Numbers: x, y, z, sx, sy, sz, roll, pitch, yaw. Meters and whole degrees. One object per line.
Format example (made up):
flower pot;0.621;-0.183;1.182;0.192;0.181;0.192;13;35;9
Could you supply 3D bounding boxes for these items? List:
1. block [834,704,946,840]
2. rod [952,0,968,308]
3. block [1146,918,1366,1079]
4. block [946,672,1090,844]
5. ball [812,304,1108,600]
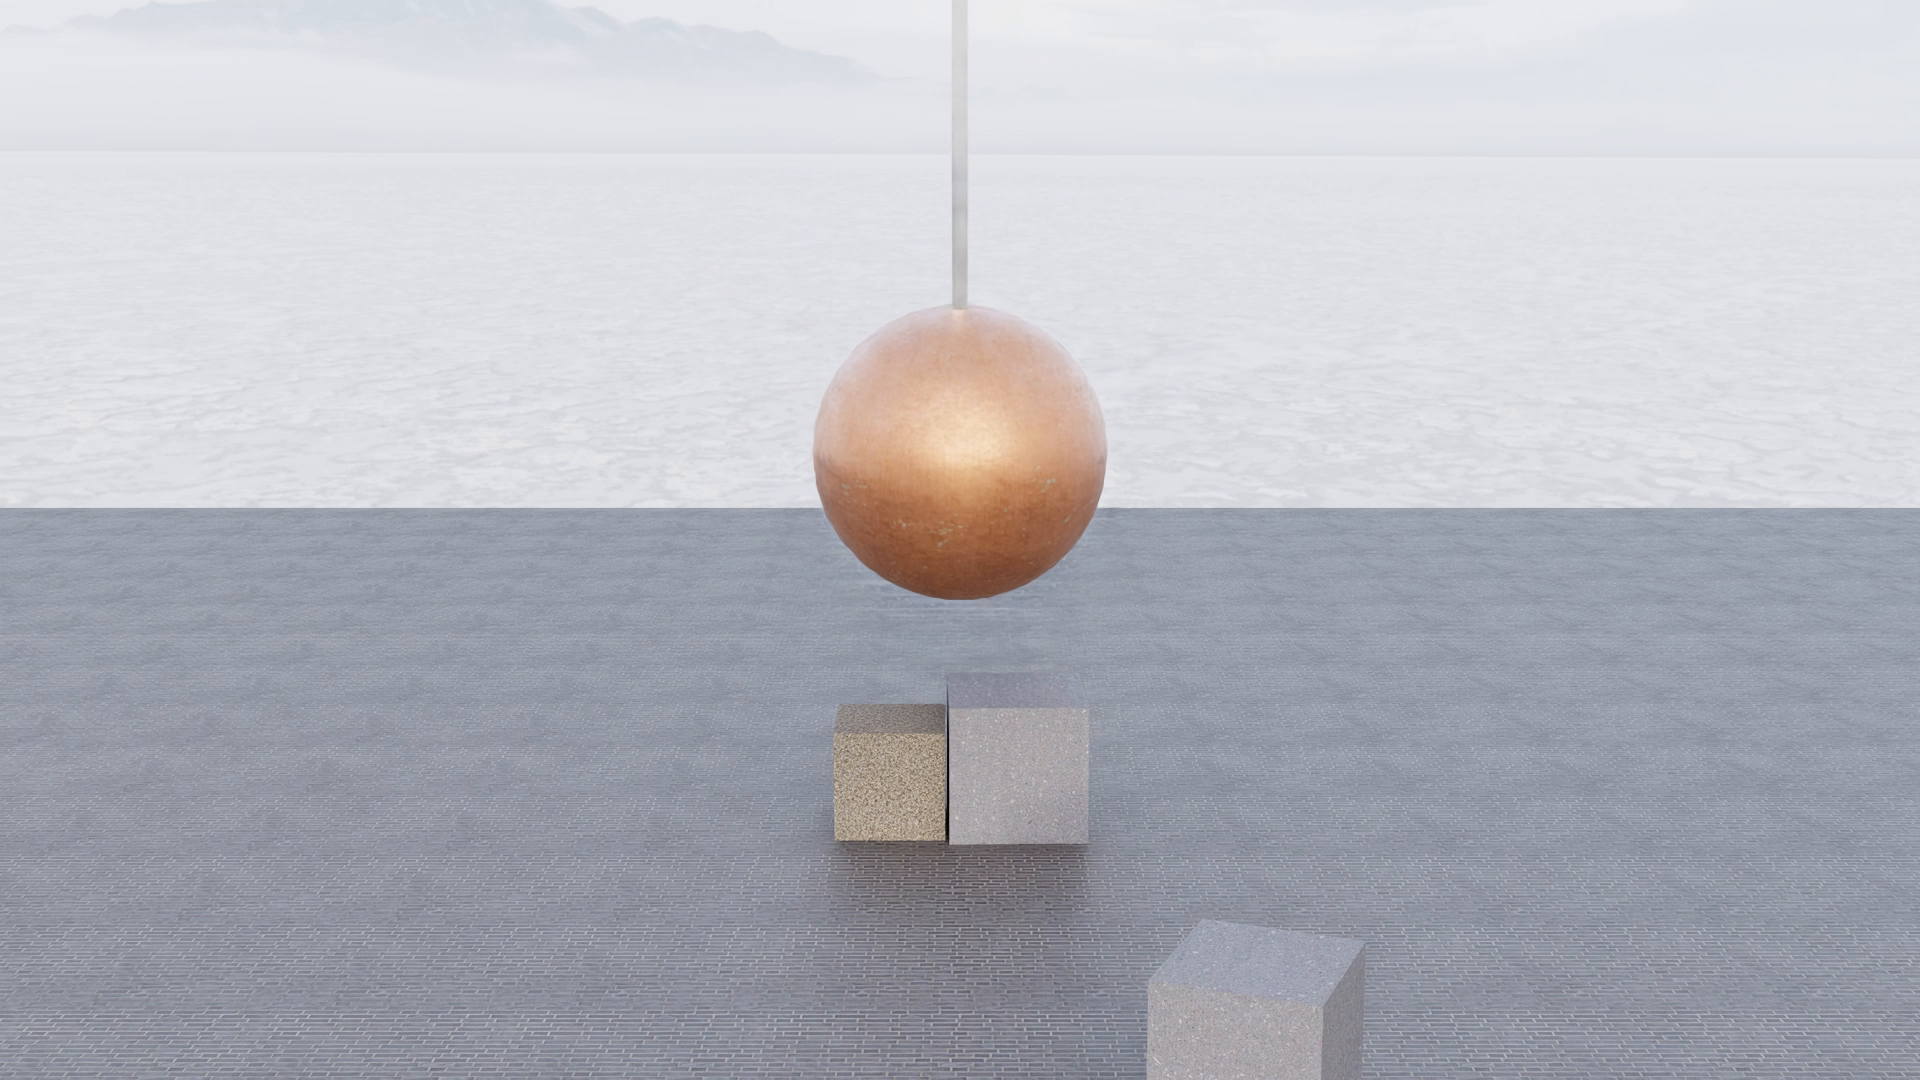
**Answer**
block;-0.356;1.197;11.411;0.562;0.562;0.591;0;10;0
rod;0.000;-3.709;10.859;0.080;5.200;0.080;0;18;0
block;1.064;1.805;7.859;0.615;0.637;0.663;4;11;22
block;0.289;1.122;11.417;0.701;0.708;0.745;0;10;-1
ball;0.000;-0.475;11.908;1.600;1.600;1.600;0;10;0
